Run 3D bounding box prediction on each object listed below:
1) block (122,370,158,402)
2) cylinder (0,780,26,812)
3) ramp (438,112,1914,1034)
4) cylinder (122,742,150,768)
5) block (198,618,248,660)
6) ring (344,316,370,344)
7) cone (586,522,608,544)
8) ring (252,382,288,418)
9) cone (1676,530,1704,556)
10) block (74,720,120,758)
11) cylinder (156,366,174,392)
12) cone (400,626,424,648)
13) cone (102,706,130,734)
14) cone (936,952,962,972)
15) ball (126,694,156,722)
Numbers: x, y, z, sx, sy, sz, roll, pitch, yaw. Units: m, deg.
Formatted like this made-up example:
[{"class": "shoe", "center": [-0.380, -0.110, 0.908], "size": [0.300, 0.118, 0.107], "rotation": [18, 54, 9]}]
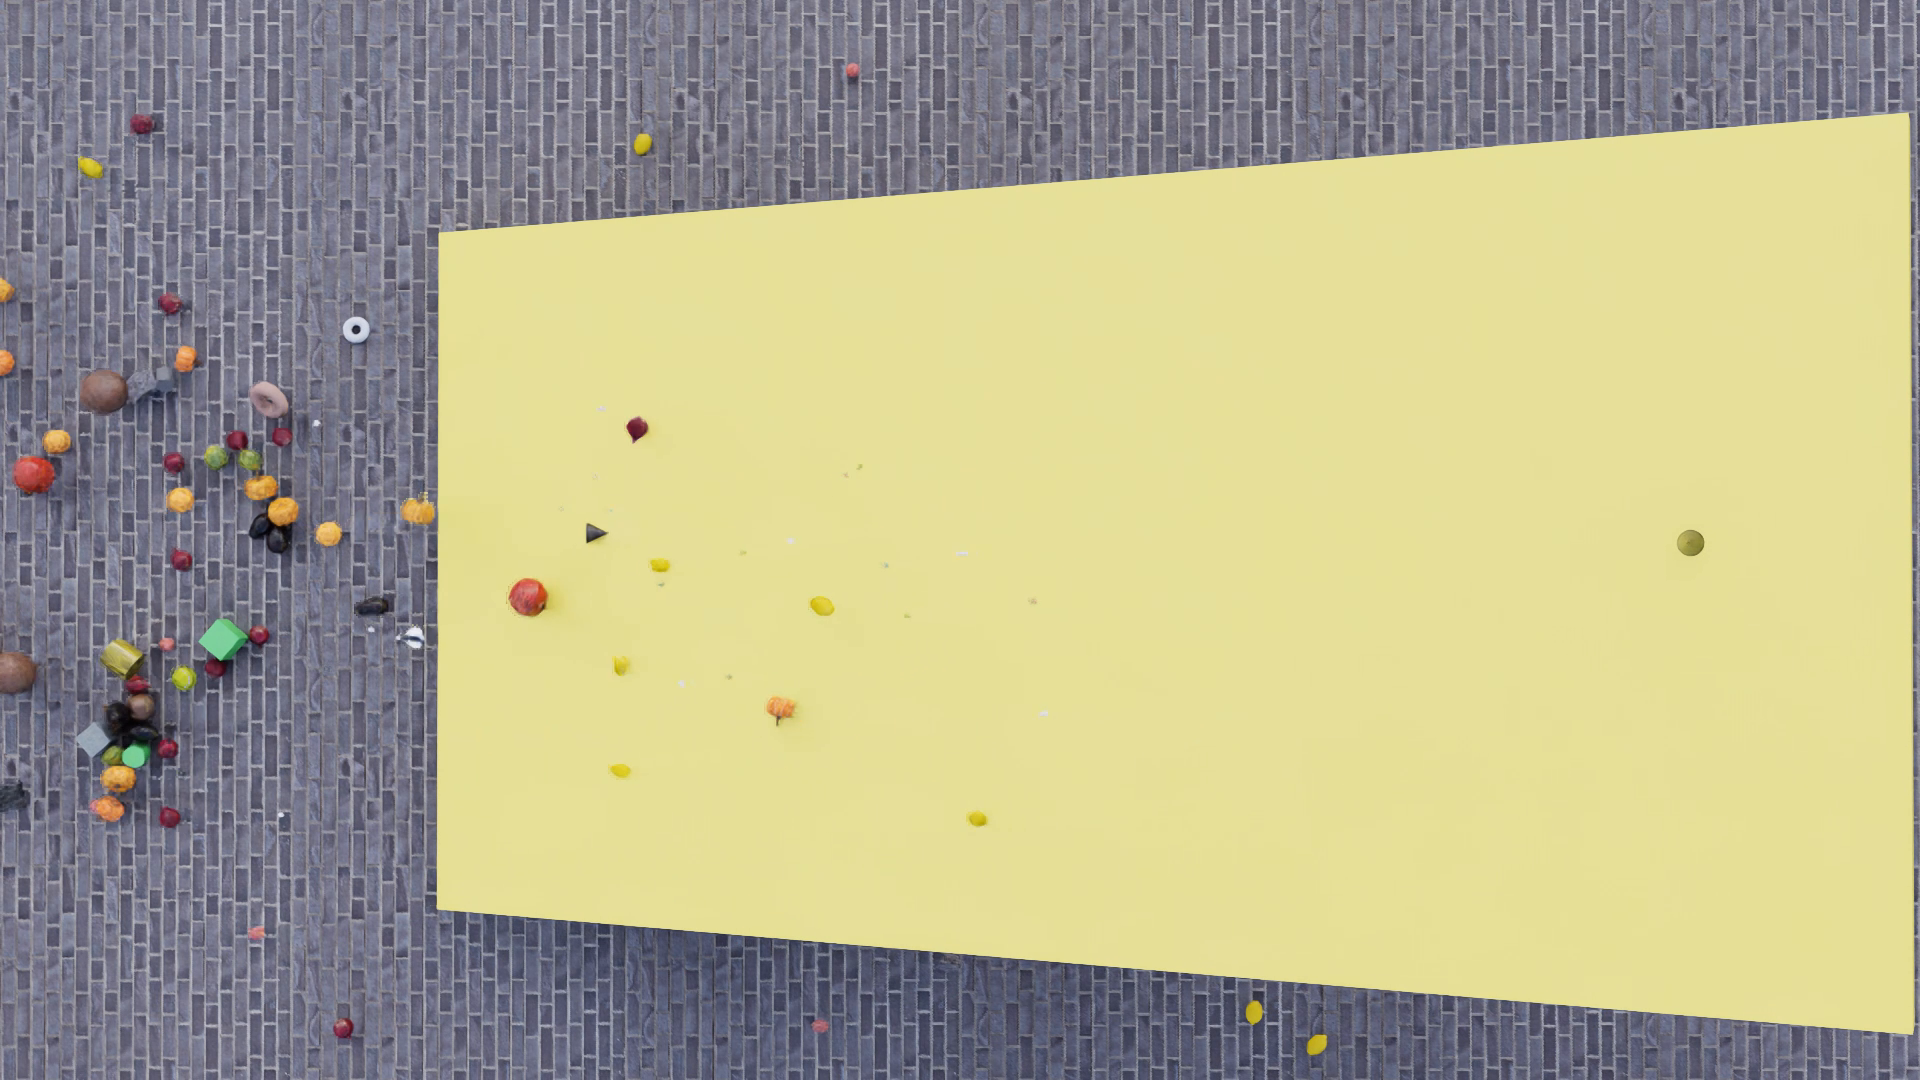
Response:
[{"class": "block", "center": [-2.439, -0.460, 6.556], "size": [0.064, 0.064, 0.064], "rotation": [-33, 92, 22]}, {"class": "cylinder", "center": [-2.828, 0.764, 6.545], "size": [0.080, 0.080, 0.080], "rotation": [-13, 89, 0]}, {"class": "ramp", "center": [0.281, 0.081, 5.682], "size": [4.000, 0.100, 2.000], "rotation": [0, 89, 26]}, {"class": "cylinder", "center": [-2.452, 0.640, 6.549], "size": [0.065, 0.065, 0.065], "rotation": [-1, 97, -6]}, {"class": "block", "center": [-2.192, 0.296, 6.547], "size": [0.087, 0.087, 0.087], "rotation": [40, 90, 0]}, {"class": "ring", "center": [-1.808, -0.629, 6.587], "size": [0.081, 0.027, 0.081], "rotation": [0, 89, 1]}, {"class": "cone", "center": [-1.027, -0.019, 6.241], "size": [0.061, 0.061, 0.061], "rotation": [1, 89, -1]}, {"class": "ring", "center": [-2.056, -0.415, 6.551], "size": [0.122, 0.122, 0.041], "rotation": [35, 45, 0]}, {"class": "cone", "center": [1.638, 0.006, 4.942], "size": [0.060, 0.060, 0.060], "rotation": [0, 89, 26]}, {"class": "block", "center": [-2.568, 0.593, 6.549], "size": [0.076, 0.076, 0.076], "rotation": [-41, 90, 0]}, {"class": "cylinder", "center": [-2.373, -0.479, 6.562], "size": [0.053, 0.053, 0.053], "rotation": [-18, 54, 0]}, {"class": "cone", "center": [-1.638, 0.290, 6.522], "size": [0.065, 0.065, 0.065], "rotation": [0, 89, 33]}, {"class": "cone", "center": [-2.494, 0.519, 6.562], "size": [0.098, 0.098, 0.098], "rotation": [-23, 89, -24]}, {"class": "cone", "center": [-0.028, 1.238, 6.562], "size": [0.079, 0.079, 0.079], "rotation": [5, 63, 0]}, {"class": "ball", "center": [-2.435, 0.498, 6.539], "size": [0.080, 0.080, 0.080], "rotation": [0, 89, 0]}]
